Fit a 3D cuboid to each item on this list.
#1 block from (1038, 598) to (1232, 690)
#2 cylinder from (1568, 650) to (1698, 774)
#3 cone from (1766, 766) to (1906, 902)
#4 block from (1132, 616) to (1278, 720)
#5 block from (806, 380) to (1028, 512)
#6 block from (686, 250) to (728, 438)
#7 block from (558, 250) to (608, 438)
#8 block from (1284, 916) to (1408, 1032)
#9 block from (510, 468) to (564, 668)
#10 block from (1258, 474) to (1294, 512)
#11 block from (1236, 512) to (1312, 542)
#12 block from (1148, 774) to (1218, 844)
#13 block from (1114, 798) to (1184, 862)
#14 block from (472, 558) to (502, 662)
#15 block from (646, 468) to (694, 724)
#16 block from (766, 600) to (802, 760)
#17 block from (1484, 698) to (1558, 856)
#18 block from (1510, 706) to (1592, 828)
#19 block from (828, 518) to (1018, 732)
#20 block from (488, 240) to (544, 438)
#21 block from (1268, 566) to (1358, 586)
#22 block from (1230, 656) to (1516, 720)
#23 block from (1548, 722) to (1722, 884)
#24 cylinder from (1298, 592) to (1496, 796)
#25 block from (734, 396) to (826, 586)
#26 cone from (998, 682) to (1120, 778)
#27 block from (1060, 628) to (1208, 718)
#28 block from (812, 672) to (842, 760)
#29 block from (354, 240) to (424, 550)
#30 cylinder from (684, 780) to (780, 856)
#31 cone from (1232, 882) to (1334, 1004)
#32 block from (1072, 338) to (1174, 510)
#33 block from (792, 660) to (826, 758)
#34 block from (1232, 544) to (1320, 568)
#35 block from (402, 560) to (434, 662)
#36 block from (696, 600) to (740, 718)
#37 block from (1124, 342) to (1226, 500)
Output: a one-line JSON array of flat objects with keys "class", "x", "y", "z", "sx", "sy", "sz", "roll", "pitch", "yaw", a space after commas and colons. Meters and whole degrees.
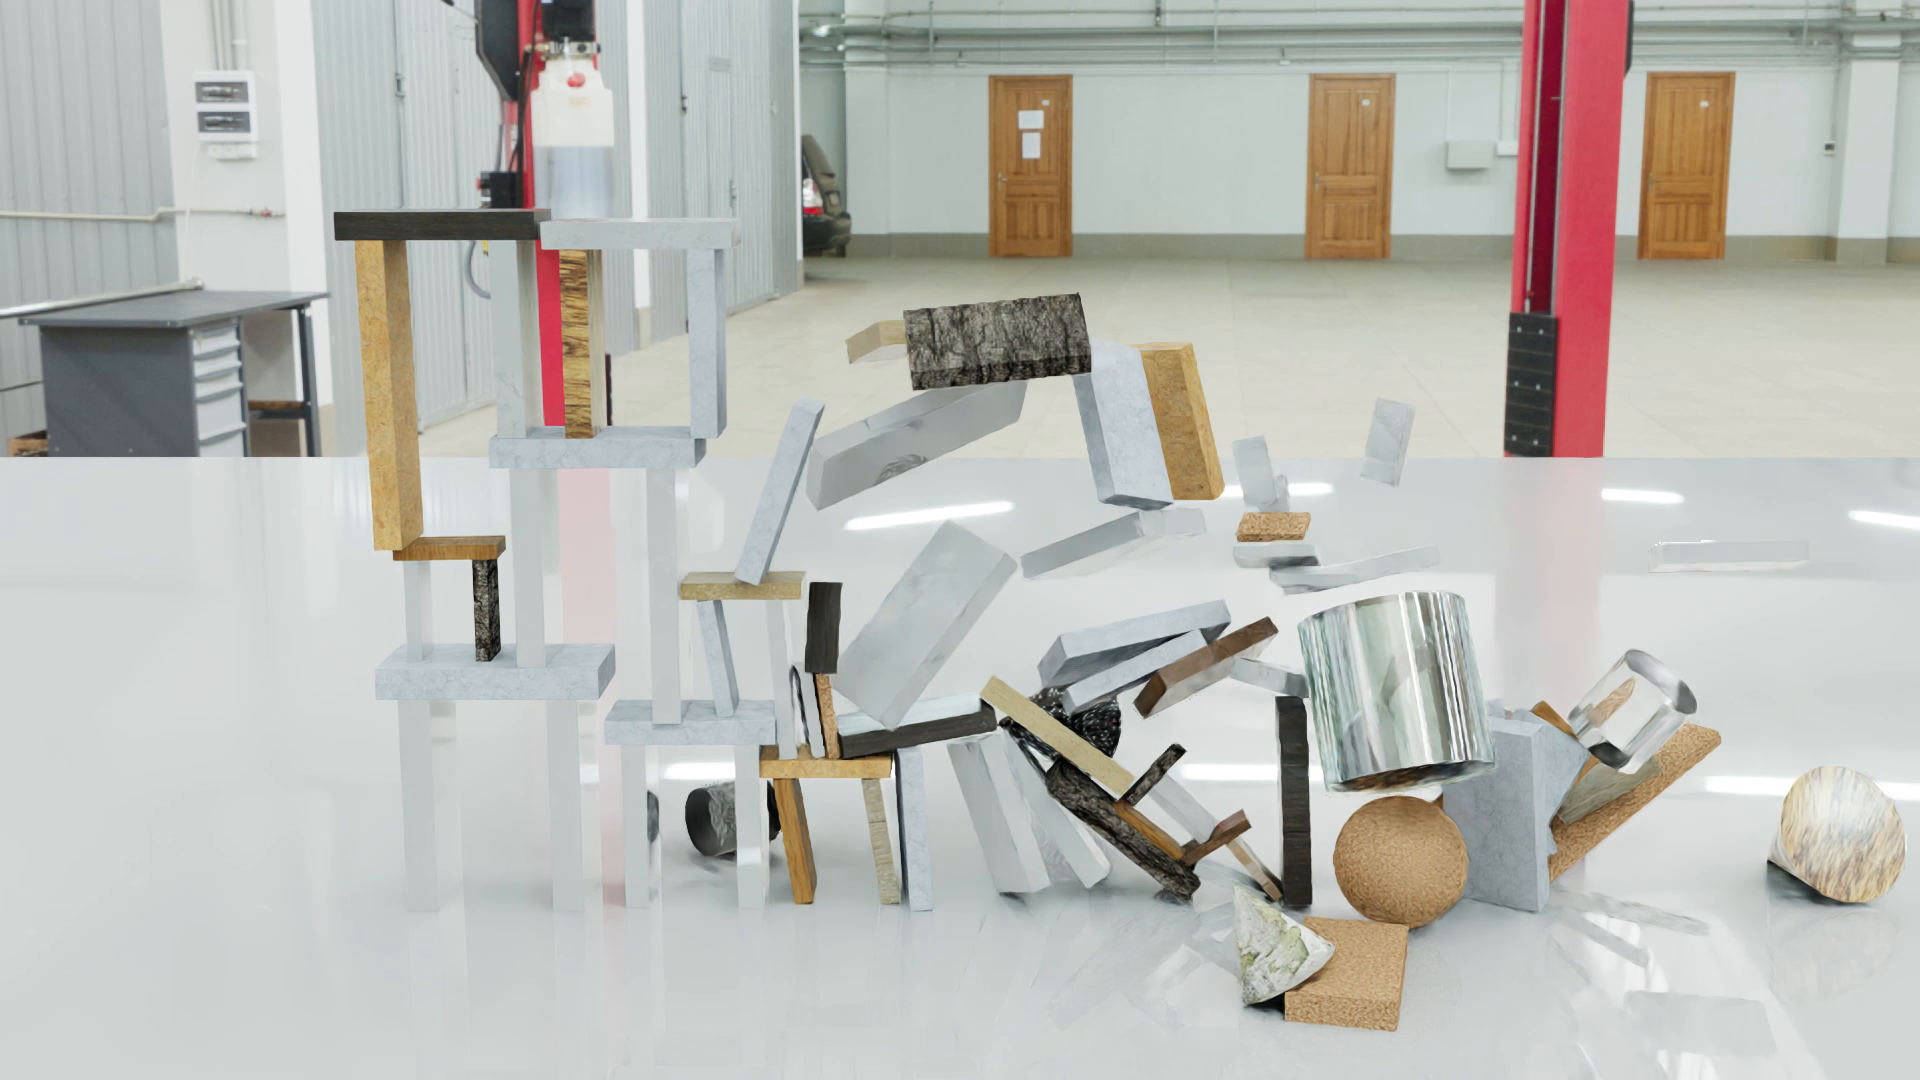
[{"class": "block", "x": 0.302, "y": 0.181, "z": 3.818, "sx": 0.310, "sy": 0.044, "sz": 0.155, "roll": -11, "pitch": -20, "yaw": -18}, {"class": "cylinder", "x": 1.106, "y": 0.282, "z": 3.620, "sx": 0.145, "sy": 0.145, "sz": 0.145, "roll": 25, "pitch": 31, "yaw": -16}, {"class": "cone", "x": 1.436, "y": 0.521, "z": 3.742, "sx": 0.229, "sy": 0.229, "sz": 0.229, "roll": -3, "pitch": -18, "yaw": -14}, {"class": "block", "x": 0.418, "y": 0.216, "z": 3.732, "sx": 0.246, "sy": 0.035, "sz": 0.123, "roll": -24, "pitch": -20, "yaw": -27}, {"class": "block", "x": -0.070, "y": -0.186, "z": 3.754, "sx": 0.418, "sy": 0.146, "sz": 0.041, "roll": -25, "pitch": 62, "yaw": -24}, {"class": "block", "x": -0.401, "y": -0.318, "z": 3.499, "sx": 0.042, "sy": 0.295, "sz": 0.148, "roll": 0, "pitch": 11, "yaw": 0}, {"class": "block", "x": -0.599, "y": -0.318, "z": 3.499, "sx": 0.042, "sy": 0.295, "sz": 0.148, "roll": 0, "pitch": 11, "yaw": 0}, {"class": "block", "x": 0.578, "y": 0.641, "z": 3.271, "sx": 0.158, "sy": 0.045, "sz": 0.316, "roll": 3, "pitch": 11, "yaw": 14}, {"class": "block", "x": -0.685, "y": 0.032, "z": 3.563, "sx": 0.046, "sy": 0.323, "sz": 0.162, "roll": 0, "pitch": 11, "yaw": 0}, {"class": "block", "x": 0.546, "y": -0.058, "z": 3.808, "sx": 0.057, "sy": 0.016, "sz": 0.113, "roll": -27, "pitch": 43, "yaw": 26}, {"class": "block", "x": 0.520, "y": -0.022, "z": 3.649, "sx": 0.113, "sy": 0.016, "sz": 0.057, "roll": -1, "pitch": 39, "yaw": 27}, {"class": "block", "x": 0.369, "y": 0.443, "z": 3.649, "sx": 0.125, "sy": 0.018, "sz": 0.063, "roll": 43, "pitch": 31, "yaw": 1}, {"class": "block", "x": 0.313, "y": 0.479, "z": 3.637, "sx": 0.125, "sy": 0.018, "sz": 0.063, "roll": 38, "pitch": 6, "yaw": -11}, {"class": "block", "x": -0.771, "y": 0.108, "z": 3.583, "sx": 0.024, "sy": 0.167, "sz": 0.083, "roll": 0, "pitch": 11, "yaw": 0}, {"class": "block", "x": -0.470, "y": 0.076, "z": 3.571, "sx": 0.046, "sy": 0.415, "sz": 0.162, "roll": 0, "pitch": 11, "yaw": 0}, {"class": "block", "x": -0.289, "y": 0.218, "z": 3.598, "sx": 0.027, "sy": 0.265, "sz": 0.097, "roll": -4, "pitch": 10, "yaw": 1}, {"class": "block", "x": 0.901, "y": 0.421, "z": 3.741, "sx": 0.138, "sy": 0.275, "sz": 0.039, "roll": -21, "pitch": -13, "yaw": 13}, {"class": "block", "x": 0.927, "y": 0.432, "z": 3.680, "sx": 0.138, "sy": 0.275, "sz": 0.039, "roll": 32, "pitch": 6, "yaw": 23}, {"class": "block", "x": -0.066, "y": 0.138, "z": 3.624, "sx": 0.155, "sy": 0.342, "sz": 0.044, "roll": 31, "pitch": -10, "yaw": 44}, {"class": "block", "x": -0.706, "y": -0.325, "z": 3.503, "sx": 0.044, "sy": 0.309, "sz": 0.154, "roll": -1, "pitch": 11, "yaw": 0}, {"class": "block", "x": 0.584, "y": 0.059, "z": 3.640, "sx": 0.136, "sy": 0.019, "sz": 0.068, "roll": -1, "pitch": 9, "yaw": -4}, {"class": "block", "x": 0.750, "y": 0.275, "z": 3.820, "sx": 0.650, "sy": 0.037, "sz": 0.131, "roll": 11, "pitch": 2, "yaw": -36}, {"class": "block", "x": 1.143, "y": 0.456, "z": 3.856, "sx": 0.505, "sy": 0.027, "sz": 0.095, "roll": -30, "pitch": 25, "yaw": -29}, {"class": "cylinder", "x": 0.678, "y": 0.243, "z": 3.422, "sx": 0.263, "sy": 0.263, "sz": 0.263, "roll": -7, "pitch": -16, "yaw": -2}, {"class": "block", "x": -0.290, "y": -0.082, "z": 3.542, "sx": 0.041, "sy": 0.292, "sz": 0.146, "roll": 20, "pitch": 11, "yaw": -2}, {"class": "cone", "x": 0.150, "y": 0.352, "z": 4.236, "sx": 0.226, "sy": 0.226, "sz": 0.226, "roll": 3, "pitch": 6, "yaw": -44}, {"class": "block", "x": 0.294, "y": 0.226, "z": 3.735, "sx": 0.246, "sy": 0.035, "sz": 0.123, "roll": -24, "pitch": -10, "yaw": -8}, {"class": "block", "x": -0.223, "y": 0.278, "z": 3.600, "sx": 0.021, "sy": 0.146, "sz": 0.073, "roll": -11, "pitch": 13, "yaw": -15}, {"class": "block", "x": -0.912, "y": -0.237, "z": 3.520, "sx": 0.044, "sy": 0.487, "sz": 0.154, "roll": -1, "pitch": 11, "yaw": -1}, {"class": "cylinder", "x": -0.401, "y": 0.487, "z": 3.888, "sx": 0.122, "sy": 0.122, "sz": 0.122, "roll": -9, "pitch": 14, "yaw": -40}, {"class": "cone", "x": 0.438, "y": 0.565, "z": 3.209, "sx": 0.157, "sy": 0.157, "sz": 0.157, "roll": -31, "pitch": 2, "yaw": 1}, {"class": "block", "x": 0.270, "y": -0.196, "z": 3.725, "sx": 0.144, "sy": 0.288, "sz": 0.041, "roll": 7, "pitch": -26, "yaw": -43}, {"class": "block", "x": -0.248, "y": 0.278, "z": 3.602, "sx": 0.021, "sy": 0.146, "sz": 0.073, "roll": -11, "pitch": 12, "yaw": -11}, {"class": "block", "x": 0.525, "y": 0.027, "z": 3.645, "sx": 0.136, "sy": 0.019, "sz": 0.068, "roll": -2, "pitch": -16, "yaw": 16}, {"class": "block", "x": -0.882, "y": 0.107, "z": 3.583, "sx": 0.024, "sy": 0.167, "sz": 0.083, "roll": 0, "pitch": 11, "yaw": 0}, {"class": "block", "x": -0.395, "y": 0.183, "z": 3.594, "sx": 0.027, "sy": 0.194, "sz": 0.097, "roll": -9, "pitch": 10, "yaw": 2}, {"class": "block", "x": 0.379, "y": -0.213, "z": 3.967, "sx": 0.144, "sy": 0.288, "sz": 0.041, "roll": 3, "pitch": 26, "yaw": 42}]
